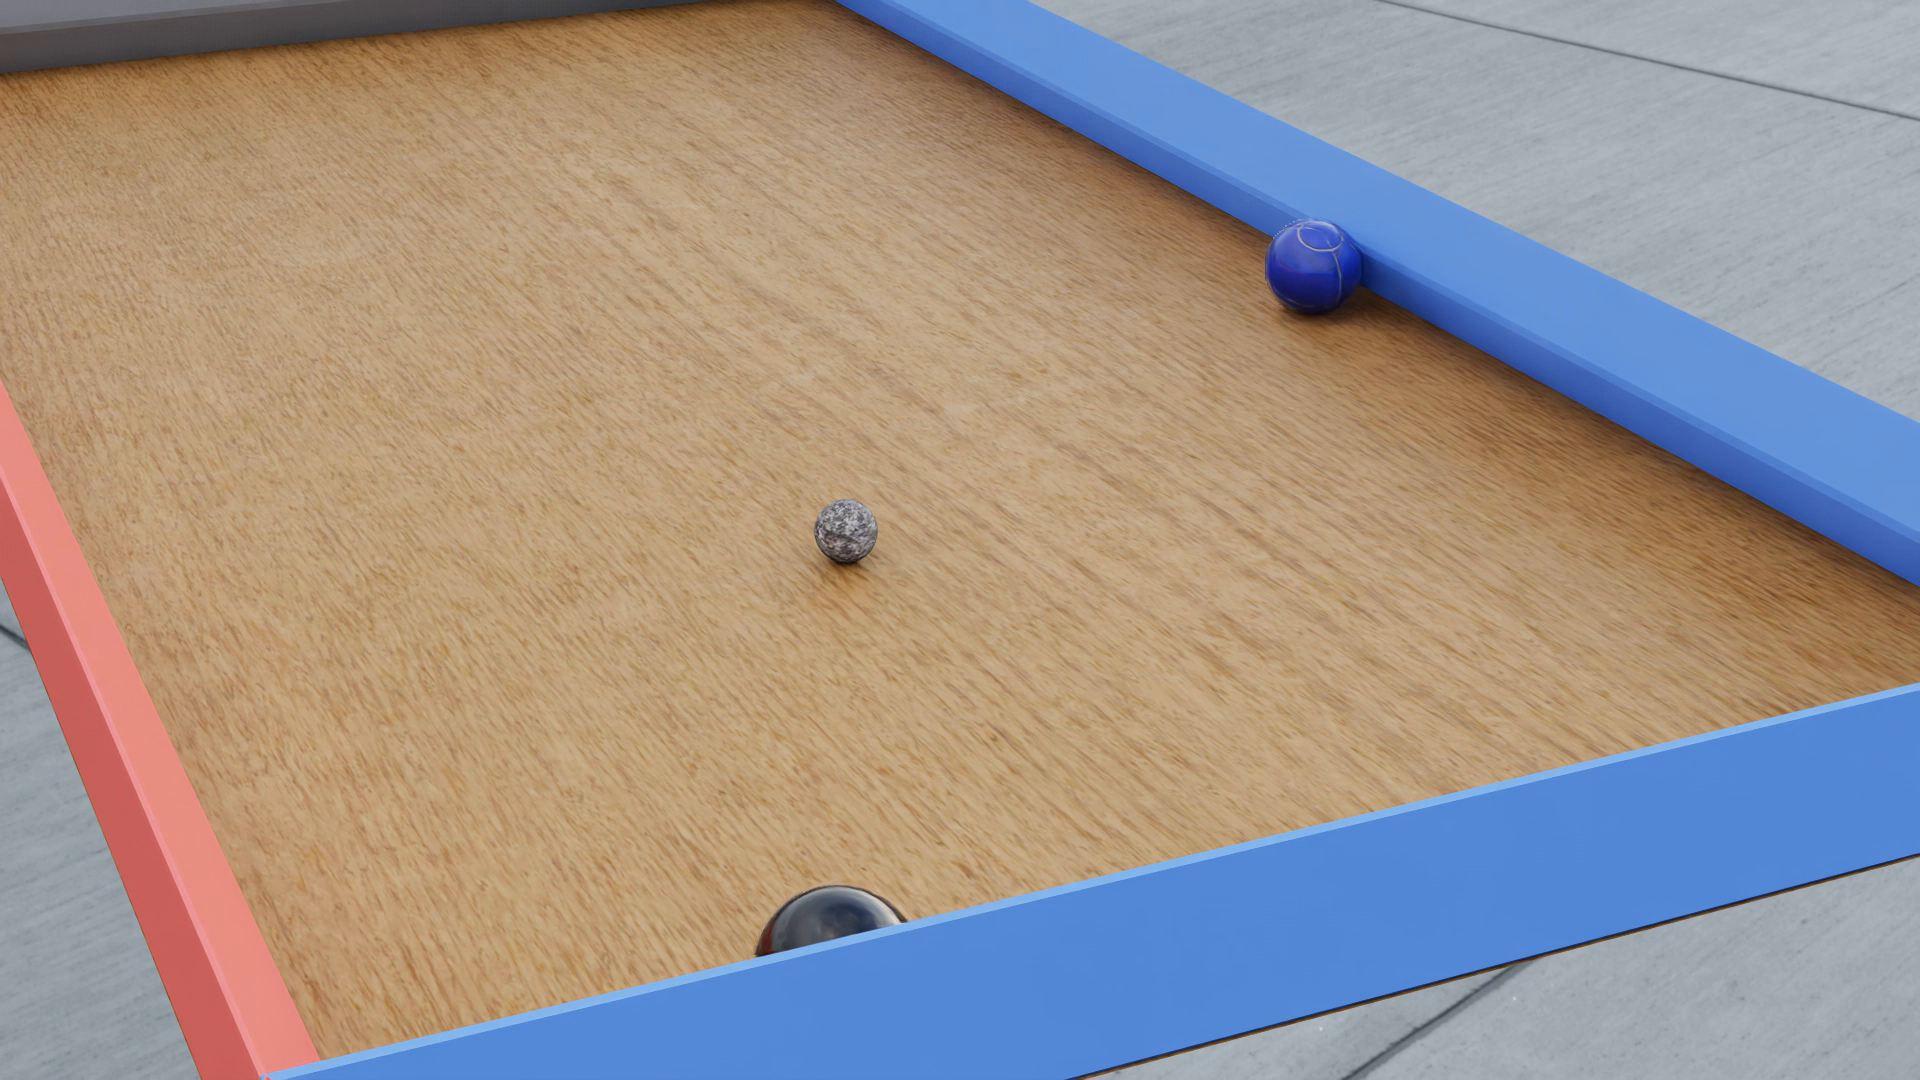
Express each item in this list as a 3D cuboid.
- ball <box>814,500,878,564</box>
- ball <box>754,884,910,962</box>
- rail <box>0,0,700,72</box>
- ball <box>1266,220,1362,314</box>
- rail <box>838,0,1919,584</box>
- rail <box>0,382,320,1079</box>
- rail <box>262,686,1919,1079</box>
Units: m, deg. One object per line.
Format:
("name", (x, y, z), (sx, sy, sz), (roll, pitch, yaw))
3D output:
("ball", (-0.088, -0.007, 2.282), (0.050, 0.050, 0.050), (0, 23, 0))
("ball", (-0.068, 0.241, 1.651), (0.095, 0.095, 0.095), (0, 23, 0))
("rail", (-0.794, -0.707, 3.804), (1.330, 0.124, 0.045), (-10, 25, -23))
("ball", (0.340, -0.261, 2.819), (0.091, 0.091, 0.091), (0, 23, 0))
("rail", (0.314, -0.362, 3.006), (0.045, 0.124, 2.556), (-10, 25, -23))
("rail", (-0.850, -0.148, 2.512), (0.045, 0.124, 2.556), (-10, 25, -23))
("rail", (0.258, 0.197, 1.714), (1.330, 0.124, 0.045), (-10, 25, -23))
